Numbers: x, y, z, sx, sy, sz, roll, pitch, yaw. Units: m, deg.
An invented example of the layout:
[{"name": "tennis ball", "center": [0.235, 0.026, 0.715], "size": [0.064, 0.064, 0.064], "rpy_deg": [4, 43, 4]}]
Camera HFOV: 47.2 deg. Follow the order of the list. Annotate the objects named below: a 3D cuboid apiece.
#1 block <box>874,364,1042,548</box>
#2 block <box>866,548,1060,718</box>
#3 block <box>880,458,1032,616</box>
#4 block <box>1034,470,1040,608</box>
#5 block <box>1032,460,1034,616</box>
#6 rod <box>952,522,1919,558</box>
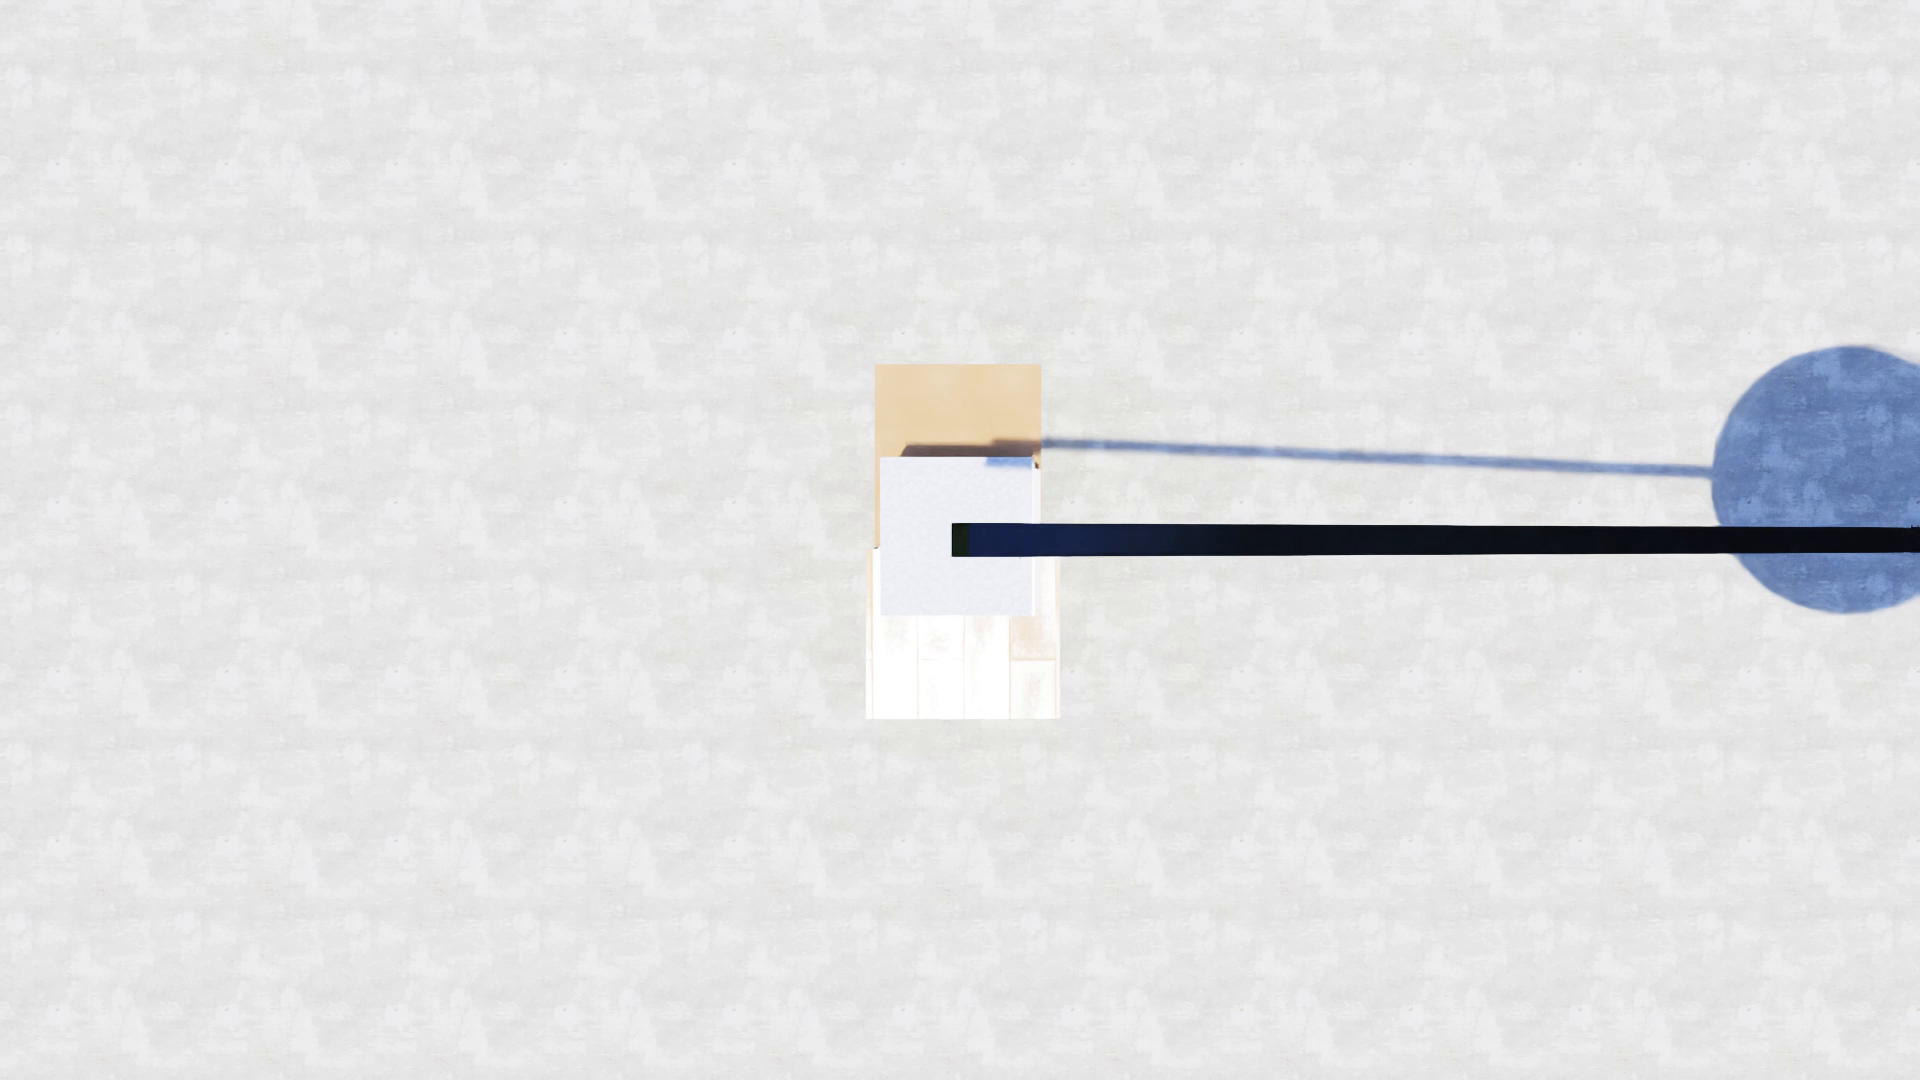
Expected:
[{"name": "block", "center": [-0.011, -0.464, 12.559], "size": [0.918, 0.883, 1.010], "rpy_deg": [0, 90, 0]}, {"name": "block", "center": [0.017, 0.510, 12.470], "size": [1.052, 1.060, 0.917], "rpy_deg": [0, 90, 0]}, {"name": "block", "center": [-0.018, -0.014, 10.142], "size": [0.679, 0.607, 0.711], "rpy_deg": [0, 90, 0]}, {"name": "block", "center": [0.013, -0.003, 11.594], "size": [0.799, 0.694, 0.713], "rpy_deg": [0, 90, 0]}, {"name": "block", "center": [-0.003, -0.008, 10.846], "size": [0.716, 0.801, 0.745], "rpy_deg": [0, 90, 0]}, {"name": "rod", "center": [2.212, 0.000, 6.469], "size": [5.200, 0.080, 0.080], "rpy_deg": [0, 90, -32]}]
